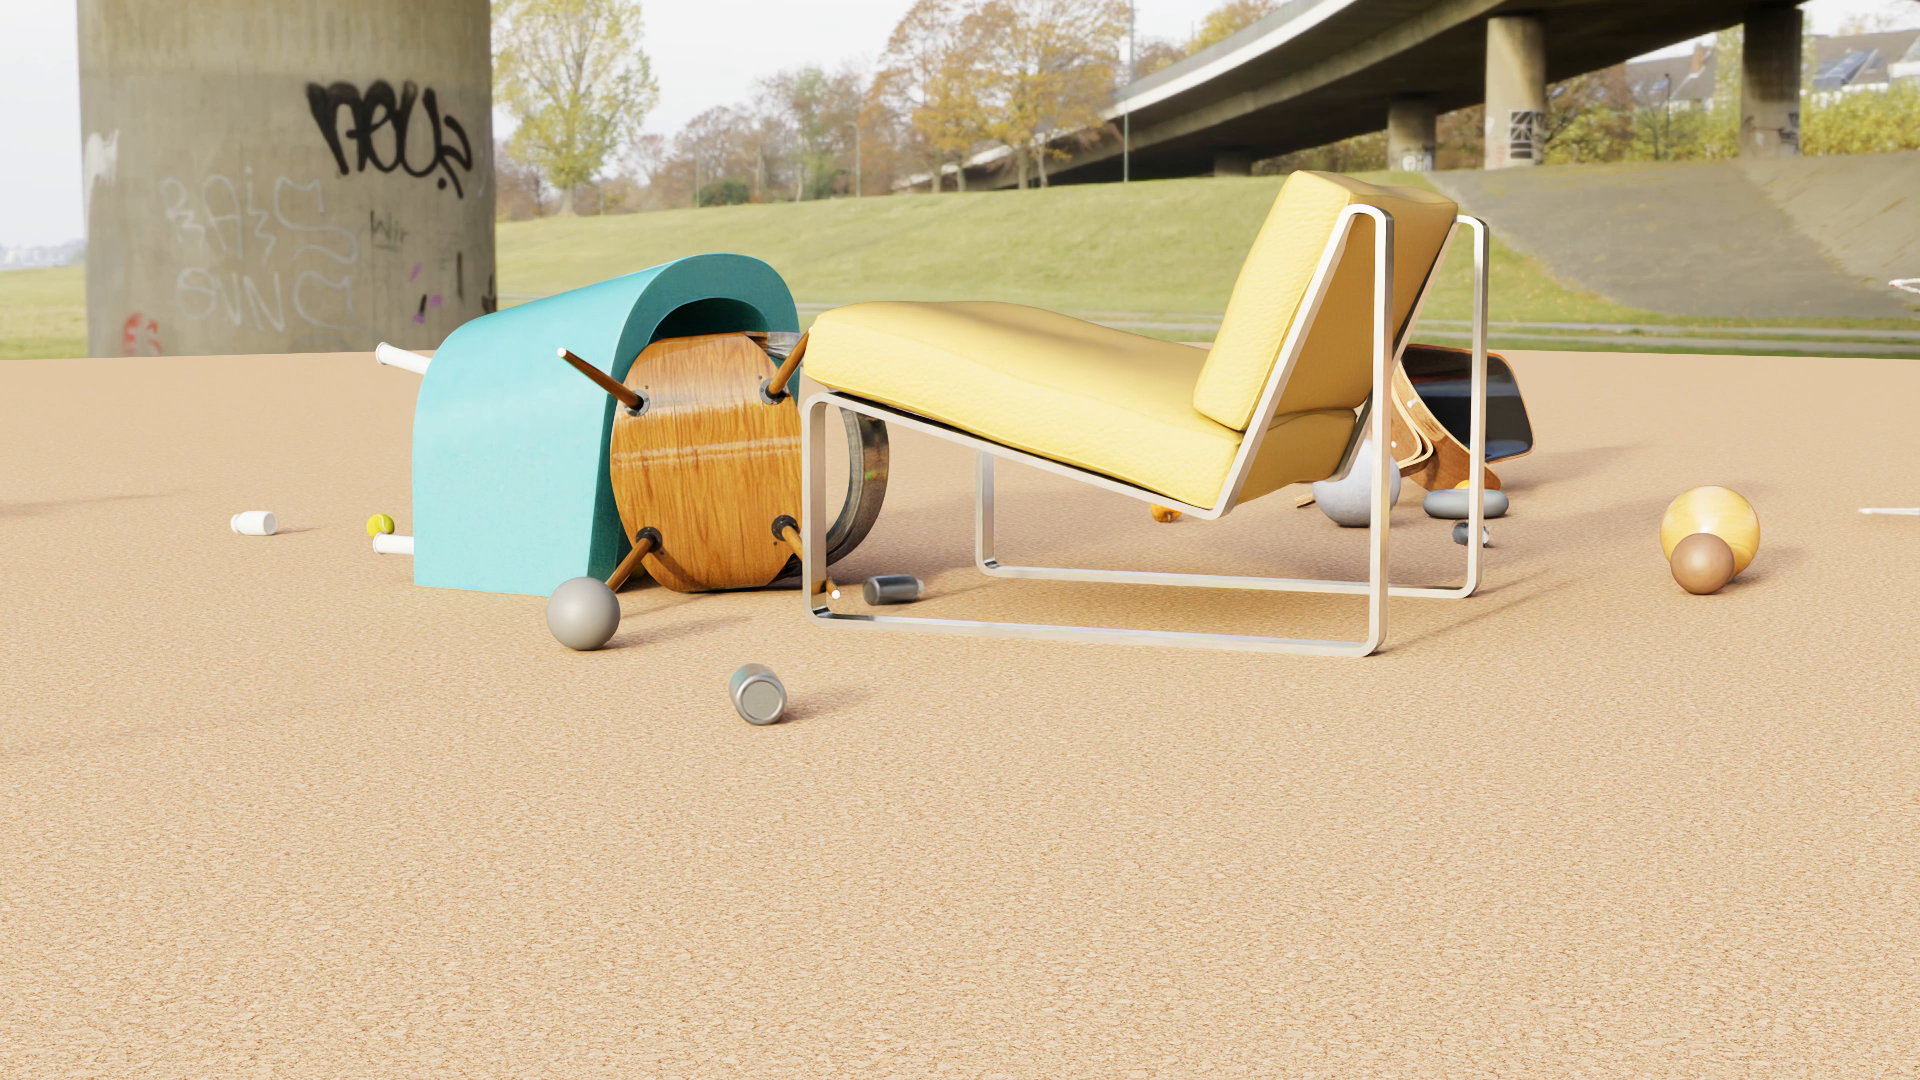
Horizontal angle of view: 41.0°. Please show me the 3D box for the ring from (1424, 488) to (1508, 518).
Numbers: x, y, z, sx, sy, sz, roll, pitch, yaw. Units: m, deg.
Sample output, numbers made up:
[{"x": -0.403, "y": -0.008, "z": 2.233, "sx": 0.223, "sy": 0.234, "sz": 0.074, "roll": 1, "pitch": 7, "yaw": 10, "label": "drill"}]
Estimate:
[{"x": 1.386, "y": -0.099, "z": 7.031, "sx": 0.217, "sy": 0.072, "sz": 0.271, "roll": 4, "pitch": 6, "yaw": 42, "label": "ring"}]

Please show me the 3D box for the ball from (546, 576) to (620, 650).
[{"x": -0.664, "y": 0.130, "z": 4.517, "sx": 0.131, "sy": 0.131, "sz": 0.131, "roll": 0, "pitch": 6, "yaw": 0, "label": "ball"}]

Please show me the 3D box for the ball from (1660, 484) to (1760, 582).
[{"x": 1.612, "y": -0.014, "z": 5.518, "sx": 0.210, "sy": 0.210, "sz": 0.210, "roll": 0, "pitch": 6, "yaw": 0, "label": "ball"}]

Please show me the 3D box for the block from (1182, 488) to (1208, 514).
[{"x": 0.655, "y": -0.110, "z": 7.148, "sx": 0.039, "sy": 0.068, "sz": 0.077, "roll": -2, "pitch": 6, "yaw": -22, "label": "block"}]

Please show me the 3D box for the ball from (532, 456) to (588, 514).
[{"x": -1.111, "y": -0.153, "z": 7.125, "sx": 0.158, "sy": 0.158, "sz": 0.158, "roll": 0, "pitch": 6, "yaw": 0, "label": "ball"}]

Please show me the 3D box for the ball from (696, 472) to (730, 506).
[{"x": -0.711, "y": -0.146, "z": 7.357, "sx": 0.098, "sy": 0.098, "sz": 0.098, "roll": 0, "pitch": 6, "yaw": 0, "label": "ball"}]

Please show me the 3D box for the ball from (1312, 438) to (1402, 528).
[{"x": 1.041, "y": -0.151, "z": 6.739, "sx": 0.234, "sy": 0.234, "sz": 0.234, "roll": 0, "pitch": 6, "yaw": 0, "label": "ball"}]
